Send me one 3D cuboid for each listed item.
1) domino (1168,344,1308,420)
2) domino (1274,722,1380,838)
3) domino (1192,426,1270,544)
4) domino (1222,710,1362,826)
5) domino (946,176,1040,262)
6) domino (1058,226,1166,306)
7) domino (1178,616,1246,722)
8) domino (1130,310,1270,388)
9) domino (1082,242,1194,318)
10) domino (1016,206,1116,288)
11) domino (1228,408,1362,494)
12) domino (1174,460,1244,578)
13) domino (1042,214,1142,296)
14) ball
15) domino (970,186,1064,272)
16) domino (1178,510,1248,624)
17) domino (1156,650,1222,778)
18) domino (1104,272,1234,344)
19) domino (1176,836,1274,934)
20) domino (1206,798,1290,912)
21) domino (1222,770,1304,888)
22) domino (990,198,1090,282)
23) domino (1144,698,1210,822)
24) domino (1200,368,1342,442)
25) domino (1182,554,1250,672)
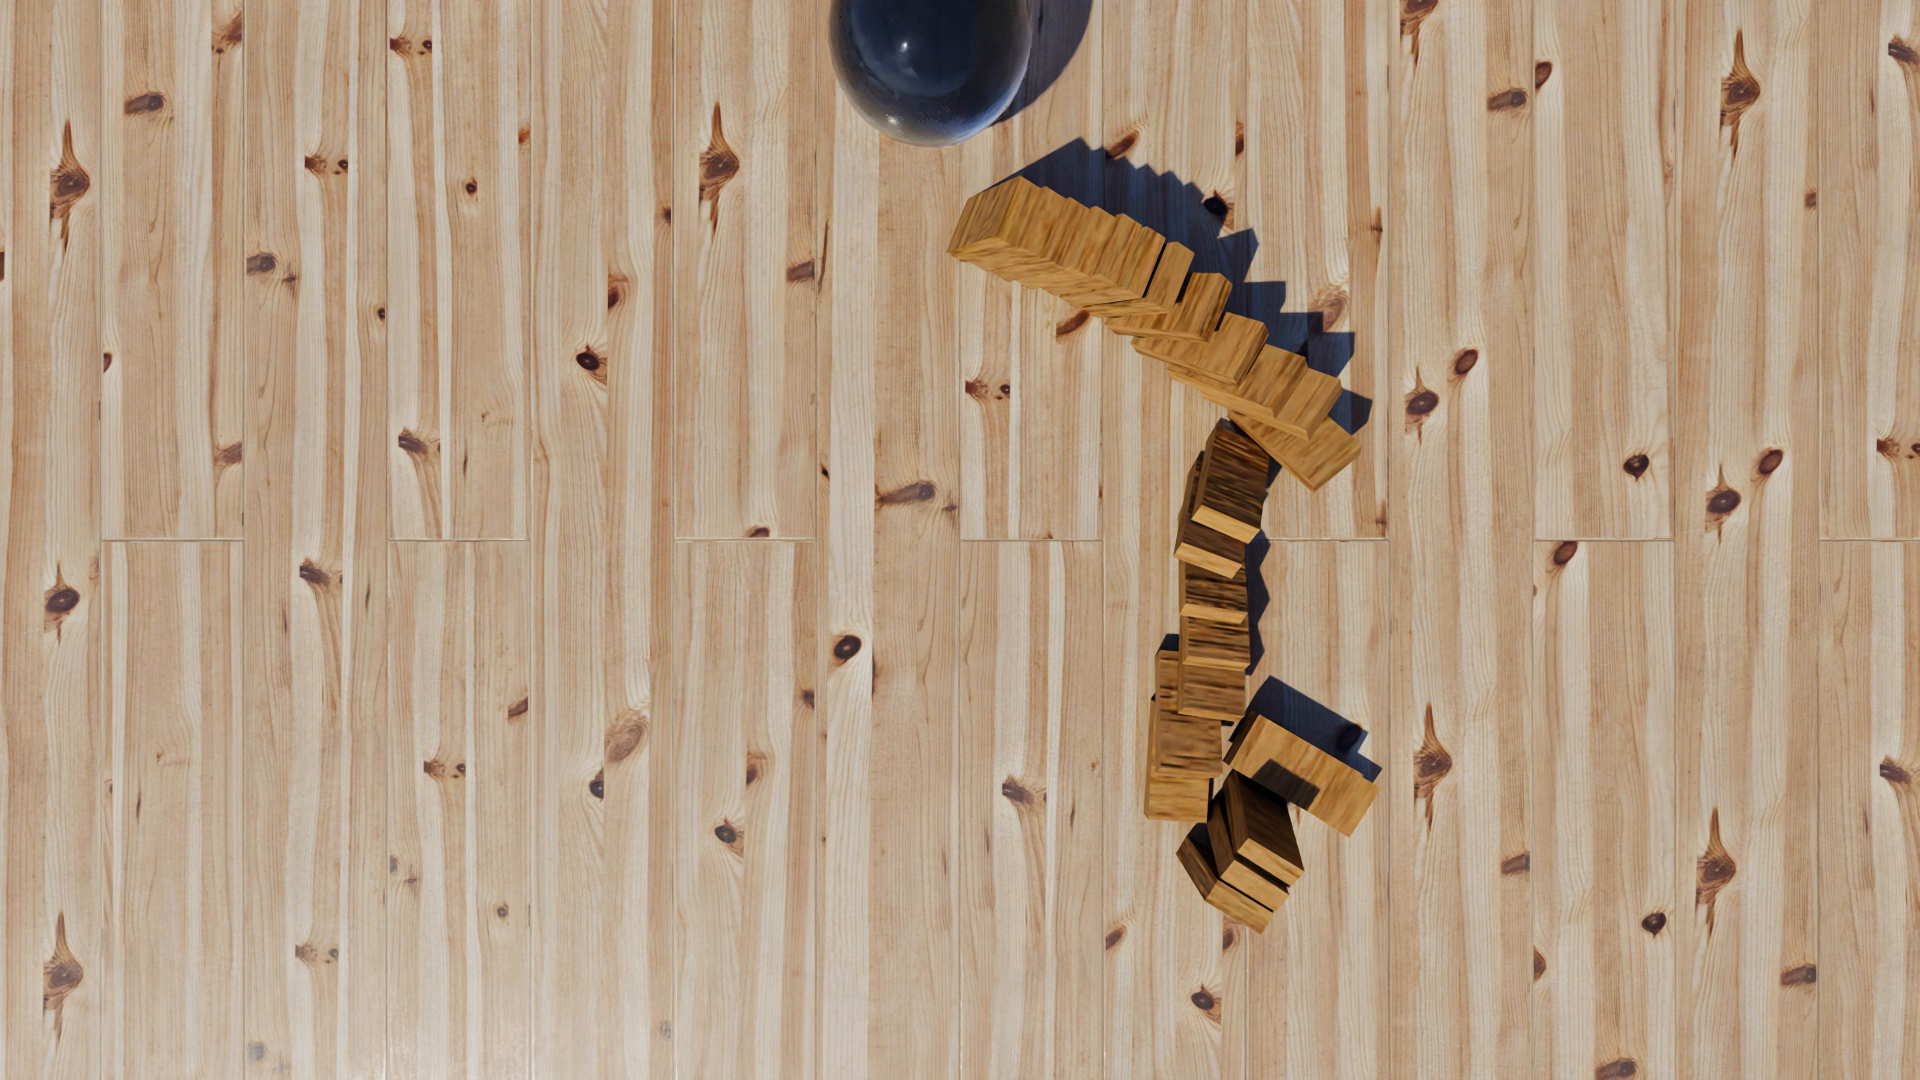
[{"bbox_3d":[0.115,-0.071,0.381,0.050,0.010,0.025,32,85,36],"label":"domino"},{"bbox_3d":[0.152,0.103,0.395,0.050,0.009,0.025,33,90,0],"label":"domino"},{"bbox_3d":[0.113,-0.024,0.380,0.025,0.009,0.050,23,50,0],"label":"domino"},{"bbox_3d":[0.140,0.096,0.386,0.050,0.010,0.025,30,90,0],"label":"domino"},{"bbox_3d":[0.012,-0.130,0.375,0.009,0.050,0.025,22,90,-25],"label":"domino"},{"bbox_3d":[0.061,-0.111,0.375,0.009,0.050,0.025,22,90,-25],"label":"domino"},{"bbox_3d":[0.106,0.049,0.385,0.025,0.010,0.050,8,64,0],"label":"domino"},{"bbox_3d":[0.099,-0.084,0.382,0.050,0.009,0.025,29,90,35],"label":"domino"},{"bbox_3d":[0.072,-0.106,0.376,0.009,0.050,0.025,22,90,-28],"label":"domino"},{"bbox_3d":[0.042,-0.119,0.375,0.010,0.050,0.025,22,90,-25],"label":"domino"},{"bbox_3d":[0.140,-0.046,0.385,0.025,0.010,0.050,-40,64,0],"label":"domino"},{"bbox_3d":[0.105,-0.010,0.380,0.025,0.009,0.050,21,50,1],"label":"domino"},{"bbox_3d":[0.052,-0.116,0.375,0.009,0.050,0.025,22,90,-25],"label":"domino"},{"bbox_3d":[-0.012,-0.198,0.360,0.080,0.080,0.080,0,90,0],"label":"ball"},{"bbox_3d":[0.022,-0.126,0.375,0.010,0.050,0.025,22,90,-25],"label":"domino"},{"bbox_3d":[0.105,0.009,0.382,0.025,0.009,0.050,9,56,0],"label":"domino"},{"bbox_3d":[0.095,0.073,0.384,0.025,0.010,0.050,5,64,1],"label":"domino"},{"bbox_3d":[0.085,-0.097,0.378,0.009,0.050,0.025,23,90,-40],"label":"domino"},{"bbox_3d":[0.107,0.140,0.375,0.025,0.050,0.010,31,91,0],"label":"domino"},{"bbox_3d":[0.116,0.127,0.375,0.025,0.050,0.009,33,104,0],"label":"domino"},{"bbox_3d":[0.123,0.117,0.375,0.025,0.050,0.009,31,110,0],"label":"domino"},{"bbox_3d":[0.032,-0.122,0.375,0.010,0.050,0.025,22,90,-25],"label":"domino"},{"bbox_3d":[0.094,0.095,0.395,0.025,0.010,0.050,4,90,0],"label":"domino"},{"bbox_3d":[0.128,-0.063,0.381,0.050,0.010,0.025,32,85,36],"label":"domino"},{"bbox_3d":[0.107,0.028,0.384,0.025,0.010,0.050,7,62,0],"label":"domino"}]
